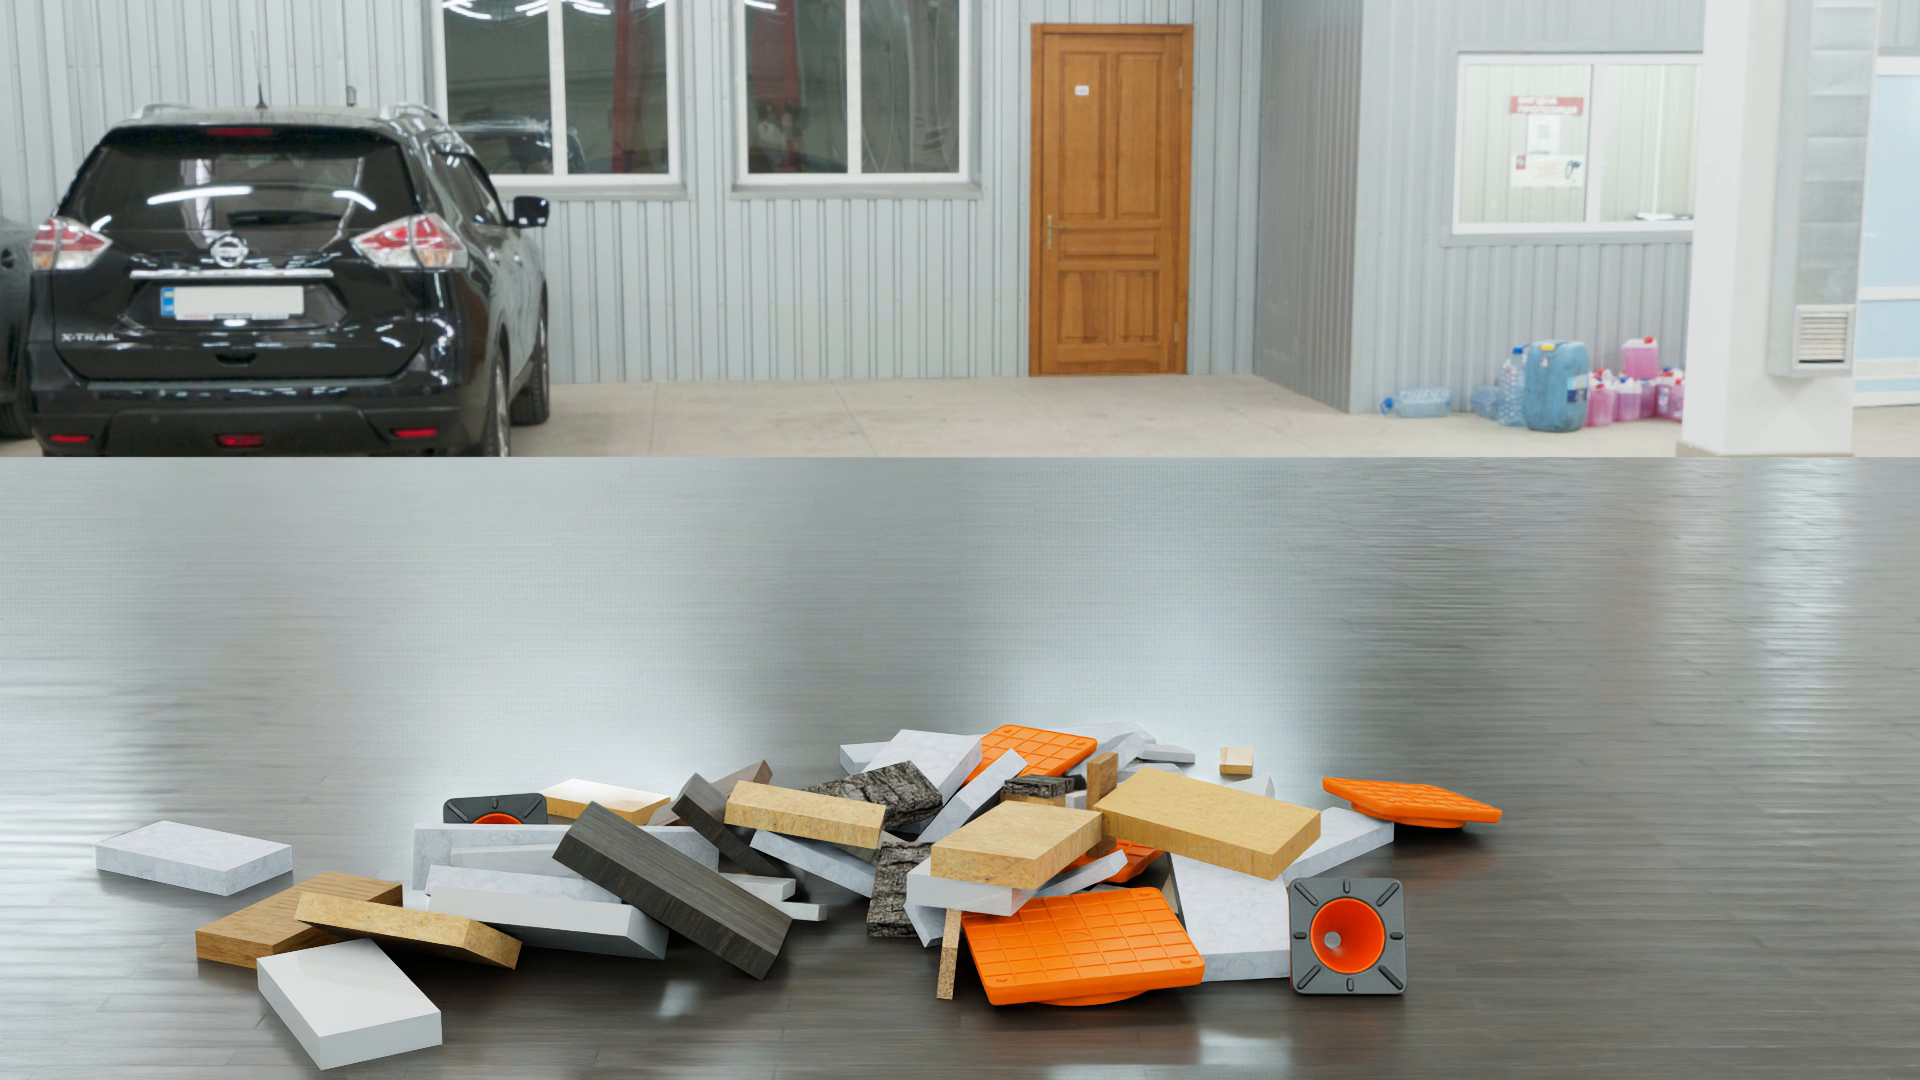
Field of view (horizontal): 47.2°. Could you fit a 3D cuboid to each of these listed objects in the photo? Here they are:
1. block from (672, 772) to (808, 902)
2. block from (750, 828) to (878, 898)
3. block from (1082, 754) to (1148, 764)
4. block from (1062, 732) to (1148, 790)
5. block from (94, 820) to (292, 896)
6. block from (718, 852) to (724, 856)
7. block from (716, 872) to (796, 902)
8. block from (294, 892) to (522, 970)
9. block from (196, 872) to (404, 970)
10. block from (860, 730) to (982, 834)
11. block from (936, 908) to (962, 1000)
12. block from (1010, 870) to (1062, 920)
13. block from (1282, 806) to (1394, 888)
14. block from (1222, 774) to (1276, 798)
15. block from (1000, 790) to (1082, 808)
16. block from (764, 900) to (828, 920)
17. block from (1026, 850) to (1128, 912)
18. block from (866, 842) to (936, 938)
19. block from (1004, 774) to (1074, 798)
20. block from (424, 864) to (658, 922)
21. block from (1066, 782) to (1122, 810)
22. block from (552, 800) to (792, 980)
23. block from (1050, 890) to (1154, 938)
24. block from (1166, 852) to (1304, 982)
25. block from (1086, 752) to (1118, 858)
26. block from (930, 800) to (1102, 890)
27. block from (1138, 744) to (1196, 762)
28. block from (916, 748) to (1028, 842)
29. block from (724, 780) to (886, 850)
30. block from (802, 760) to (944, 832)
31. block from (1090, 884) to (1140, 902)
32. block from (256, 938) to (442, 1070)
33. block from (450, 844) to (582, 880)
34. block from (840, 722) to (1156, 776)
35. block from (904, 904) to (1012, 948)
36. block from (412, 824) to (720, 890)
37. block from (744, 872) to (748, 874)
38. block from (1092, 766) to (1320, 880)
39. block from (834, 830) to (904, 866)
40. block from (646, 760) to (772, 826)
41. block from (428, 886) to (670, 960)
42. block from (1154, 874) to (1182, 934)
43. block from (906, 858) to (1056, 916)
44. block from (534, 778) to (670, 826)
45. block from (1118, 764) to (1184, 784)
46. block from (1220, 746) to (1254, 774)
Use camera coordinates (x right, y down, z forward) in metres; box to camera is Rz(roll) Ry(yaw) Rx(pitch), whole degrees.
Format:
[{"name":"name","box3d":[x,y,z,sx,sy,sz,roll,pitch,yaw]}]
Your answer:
[{"name":"block","box3d":[-0.362,0.496,3.653,0.252,0.036,0.126,40,9,-6]},{"name":"block","box3d":[-0.220,0.523,3.659,0.252,0.036,0.126,24,10,-3]},{"name":"block","box3d":[0.309,0.447,4.390,0.128,0.018,0.064,0,11,0]},{"name":"block","box3d":[0.270,0.416,4.119,0.129,0.036,0.257,-36,-3,-8]},{"name":"block","box3d":[-1.320,0.546,3.788,0.304,0.043,0.152,5,12,27]},{"name":"block","box3d":[-0.411,0.490,3.936,0.115,0.033,0.230,-40,13,1]},{"name":"block","box3d":[-0.362,0.559,3.556,0.175,0.025,0.087,3,-1,10]},{"name":"block","box3d":[-0.836,0.592,3.336,0.304,0.043,0.152,4,-21,22]},{"name":"block","box3d":[-1.043,0.602,3.488,0.152,0.043,0.304,5,12,24]},{"name":"block","box3d":[-0.093,0.452,4.149,0.166,0.047,0.332,4,20,20]},{"name":"block","box3d":[-0.016,0.619,3.292,0.023,0.080,0.159,6,11,1]},{"name":"block","box3d":[0.107,0.577,3.577,0.146,0.021,0.073,-4,43,-23]},{"name":"block","box3d":[0.587,0.542,3.830,0.128,0.036,0.423,10,14,42]},{"name":"block","box3d":[0.497,0.493,3.995,0.128,0.036,0.256,-15,7,14]},{"name":"block","box3d":[0.248,0.480,3.942,0.329,0.043,0.151,5,-1,-36]},{"name":"block","box3d":[-0.305,0.588,3.515,0.175,0.025,0.087,4,-9,7]},{"name":"block","box3d":[0.184,0.542,3.502,0.159,0.023,0.080,-26,-2,20]},{"name":"block","box3d":[-0.088,0.562,3.546,0.099,0.028,0.199,0,32,7]},{"name":"block","box3d":[0.142,0.438,3.919,0.082,0.023,0.164,5,0,19]},{"name":"block","box3d":[-0.651,0.566,3.444,0.326,0.046,0.163,3,-22,15]},{"name":"block","box3d":[0.254,0.472,3.828,0.164,0.082,0.023,-7,11,-36]},{"name":"block","box3d":[-0.435,0.533,3.361,0.364,0.046,0.163,31,11,-2]},{"name":"block","box3d":[0.226,0.592,3.493,0.146,0.021,0.073,8,24,25]},{"name":"block","box3d":[0.426,0.548,3.506,0.166,0.047,0.488,-3,21,0]},{"name":"block","box3d":[0.240,0.448,3.718,0.023,0.164,0.082,5,10,26]},{"name":"block","box3d":[0.094,0.482,3.495,0.168,0.048,0.337,5,7,21]},{"name":"block","box3d":[0.404,0.428,4.426,0.128,0.018,0.064,7,6,-28]},{"name":"block","box3d":[0.014,0.474,3.899,0.043,0.151,0.302,42,21,8]},{"name":"block","box3d":[-0.254,0.453,3.635,0.252,0.036,0.126,10,11,1]},{"name":"block","box3d":[-0.198,0.482,3.949,0.301,0.043,0.151,-13,24,-20]},{"name":"block","box3d":[0.232,0.596,3.579,0.073,0.021,0.146,5,12,25]},{"name":"block","box3d":[-0.881,0.661,3.158,0.168,0.048,0.337,-6,12,-31]},{"name":"block","box3d":[-0.722,0.552,3.588,0.208,0.104,0.029,-1,11,-7]},{"name":"block","box3d":[0.079,0.426,4.450,0.629,0.036,0.129,-3,11,-16]},{"name":"block","box3d":[-0.003,0.590,3.471,0.159,0.023,0.080,-5,49,-35]},{"name":"block","box3d":[-0.648,0.525,3.633,0.496,0.104,0.029,2,10,-11]},{"name":"block","box3d":[-0.445,0.586,3.611,0.208,0.029,0.104,-3,11,-14]},{"name":"block","box3d":[0.403,0.461,3.604,0.332,0.047,0.166,11,25,34]},{"name":"block","box3d":[-0.113,0.528,3.694,0.199,0.028,0.099,26,10,-3]},{"name":"block","box3d":[-0.449,0.470,3.901,0.230,0.033,0.115,-26,13,15]},{"name":"block","box3d":[-0.626,0.584,3.351,0.326,0.046,0.163,3,-22,15]},{"name":"block","box3d":[0.406,0.563,3.587,0.128,0.036,0.257,3,22,17]},{"name":"block","box3d":[0.060,0.522,3.551,0.168,0.048,0.402,4,7,18]},{"name":"block","box3d":[-0.669,0.492,4.107,0.230,0.033,0.115,6,12,29]},{"name":"block","box3d":[0.350,0.449,4.170,0.129,0.036,0.257,0,-3,1]},{"name":"block","box3d":[0.555,0.442,4.415,0.064,0.018,0.128,2,11,8]}]
